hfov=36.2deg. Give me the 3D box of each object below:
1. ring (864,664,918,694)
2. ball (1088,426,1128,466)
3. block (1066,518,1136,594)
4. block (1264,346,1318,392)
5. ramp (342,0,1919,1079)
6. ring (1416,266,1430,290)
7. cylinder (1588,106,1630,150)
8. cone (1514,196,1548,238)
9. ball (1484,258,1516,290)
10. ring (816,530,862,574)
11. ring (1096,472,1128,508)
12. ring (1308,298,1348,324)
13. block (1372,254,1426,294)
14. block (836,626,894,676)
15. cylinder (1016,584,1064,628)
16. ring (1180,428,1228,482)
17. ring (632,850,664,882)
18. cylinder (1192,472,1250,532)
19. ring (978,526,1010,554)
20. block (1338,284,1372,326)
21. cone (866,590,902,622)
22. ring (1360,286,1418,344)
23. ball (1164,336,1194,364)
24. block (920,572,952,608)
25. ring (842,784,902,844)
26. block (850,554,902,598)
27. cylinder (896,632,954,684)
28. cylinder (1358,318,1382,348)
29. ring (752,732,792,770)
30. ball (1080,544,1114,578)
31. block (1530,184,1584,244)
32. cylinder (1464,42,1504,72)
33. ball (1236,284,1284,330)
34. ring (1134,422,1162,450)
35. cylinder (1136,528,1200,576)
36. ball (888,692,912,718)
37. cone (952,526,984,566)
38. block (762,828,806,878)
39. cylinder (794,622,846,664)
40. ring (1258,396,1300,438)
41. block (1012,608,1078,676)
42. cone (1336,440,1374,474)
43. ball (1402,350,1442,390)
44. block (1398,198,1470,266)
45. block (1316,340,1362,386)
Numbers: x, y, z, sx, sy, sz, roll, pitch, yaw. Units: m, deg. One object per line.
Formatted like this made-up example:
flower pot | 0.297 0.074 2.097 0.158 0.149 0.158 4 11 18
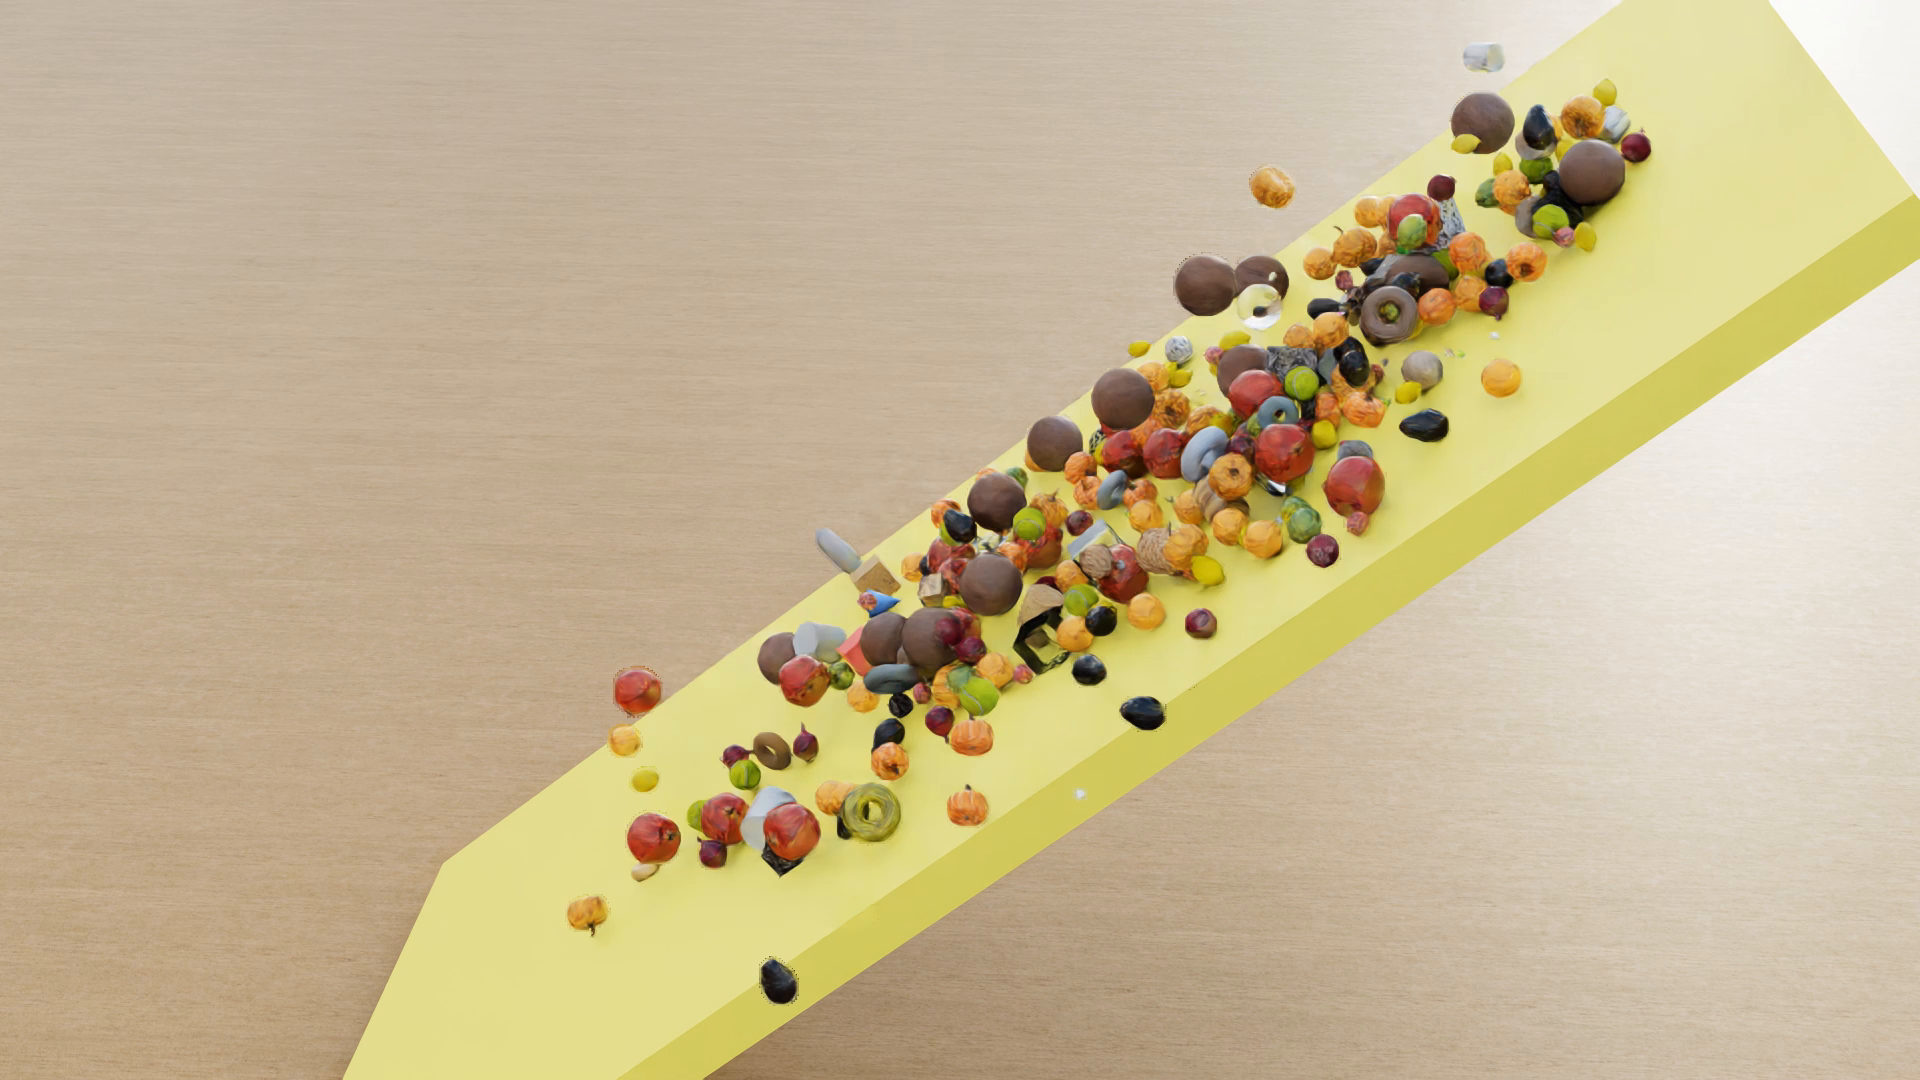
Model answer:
ring | -0.145 0.291 6.156 0.115 0.115 0.038 -4 67 -9
ball | 0.331 -0.210 6.561 0.090 0.090 0.090 0 24 0
block | 0.289 0.031 5.998 0.095 0.095 0.095 -39 16 7
block | 0.660 -0.342 5.866 0.082 0.082 0.082 3 6 -7
ramp | 0.121 0.185 6.340 4.000 0.100 2.000 -36 16 18
ring | 0.938 -0.538 6.131 0.091 0.030 0.091 -35 16 12
cylinder | 1.319 -0.837 5.976 0.063 0.063 0.063 19 55 37
cone | 1.148 -0.656 5.854 0.087 0.087 0.087 4 26 10
ball | 1.056 -0.519 5.745 0.060 0.060 0.060 0 24 0
ring | -0.297 0.031 7.270 0.049 0.146 0.146 -46 36 -5
ring | 0.328 -0.107 6.314 0.031 0.094 0.094 37 35 12
ring | 0.756 -0.471 6.048 0.087 0.029 0.087 14 -18 5
block | 0.904 -0.542 6.065 0.065 0.065 0.065 -53 28 -15
block | -0.214 0.252 6.613 0.080 0.080 0.080 -43 16 -8
cylinder | 0.163 0.144 5.958 0.079 0.079 0.079 14 30 -8
ring | 0.478 -0.166 5.750 0.041 0.122 0.122 37 39 25
ring | -0.696 0.726 6.561 0.088 0.029 0.088 -38 15 12
cylinder | 0.507 -0.074 5.716 0.083 0.083 0.083 -12 50 -25
ring | 0.077 0.002 6.701 0.083 0.028 0.083 -37 12 10
block | 0.837 -0.494 6.186 0.059 0.059 0.059 -45 12 -15
cone | -0.173 0.147 6.885 0.077 0.077 0.077 -13 22 11
ring | 0.828 -0.433 5.669 0.113 0.113 0.038 7 4 16
ball | 0.507 -0.440 6.813 0.066 0.066 0.066 0 24 0
block | -0.053 0.109 6.353 0.051 0.051 0.051 -10 58 21
ring | -0.171 0.527 5.679 0.117 0.117 0.039 -6 -12 -13
block | -0.201 0.097 6.997 0.082 0.082 0.082 -40 16 2
cylinder | -0.074 0.251 6.271 0.088 0.088 0.088 -28 3 39
cylinder | 0.860 -0.440 5.970 0.073 0.073 0.073 -31 7 31
ring | -0.414 0.465 6.480 0.098 0.098 0.033 13 41 28
ball | 0.267 0.041 5.738 0.067 0.067 0.067 0 24 0
block | 1.172 -0.639 5.768 0.071 0.071 0.071 -37 14 21
cylinder | 1.073 -0.988 6.024 0.060 0.060 0.060 -18 16 -35
ball | 0.644 -0.501 6.323 0.099 0.099 0.099 0 24 0
ring | 0.417 -0.230 6.524 0.025 0.075 0.075 41 15 -19
cylinder | 0.405 0.024 5.716 0.089 0.089 0.089 -19 16 -37
ball | -0.126 0.348 6.196 0.052 0.052 0.052 0 24 0
cone | 0.010 0.000 6.755 0.087 0.087 0.087 -37 16 13
block | -0.356 0.632 5.956 0.060 0.060 0.060 -35 17 21
cylinder | -0.324 0.238 6.824 0.089 0.089 0.089 13 10 -42
ring | 0.614 -0.238 5.670 0.080 0.080 0.027 3 2 6
block | 0.169 0.202 5.841 0.082 0.082 0.082 -31 18 31
cone | 0.734 -0.162 5.465 0.068 0.068 0.068 4 -11 8
ball | 0.880 -0.323 5.597 0.078 0.078 0.078 0 24 0
block | 0.975 -0.632 6.049 0.096 0.096 0.096 -17 -10 -11
block | 0.770 -0.360 5.991 0.058 0.058 0.058 -19 27 54
